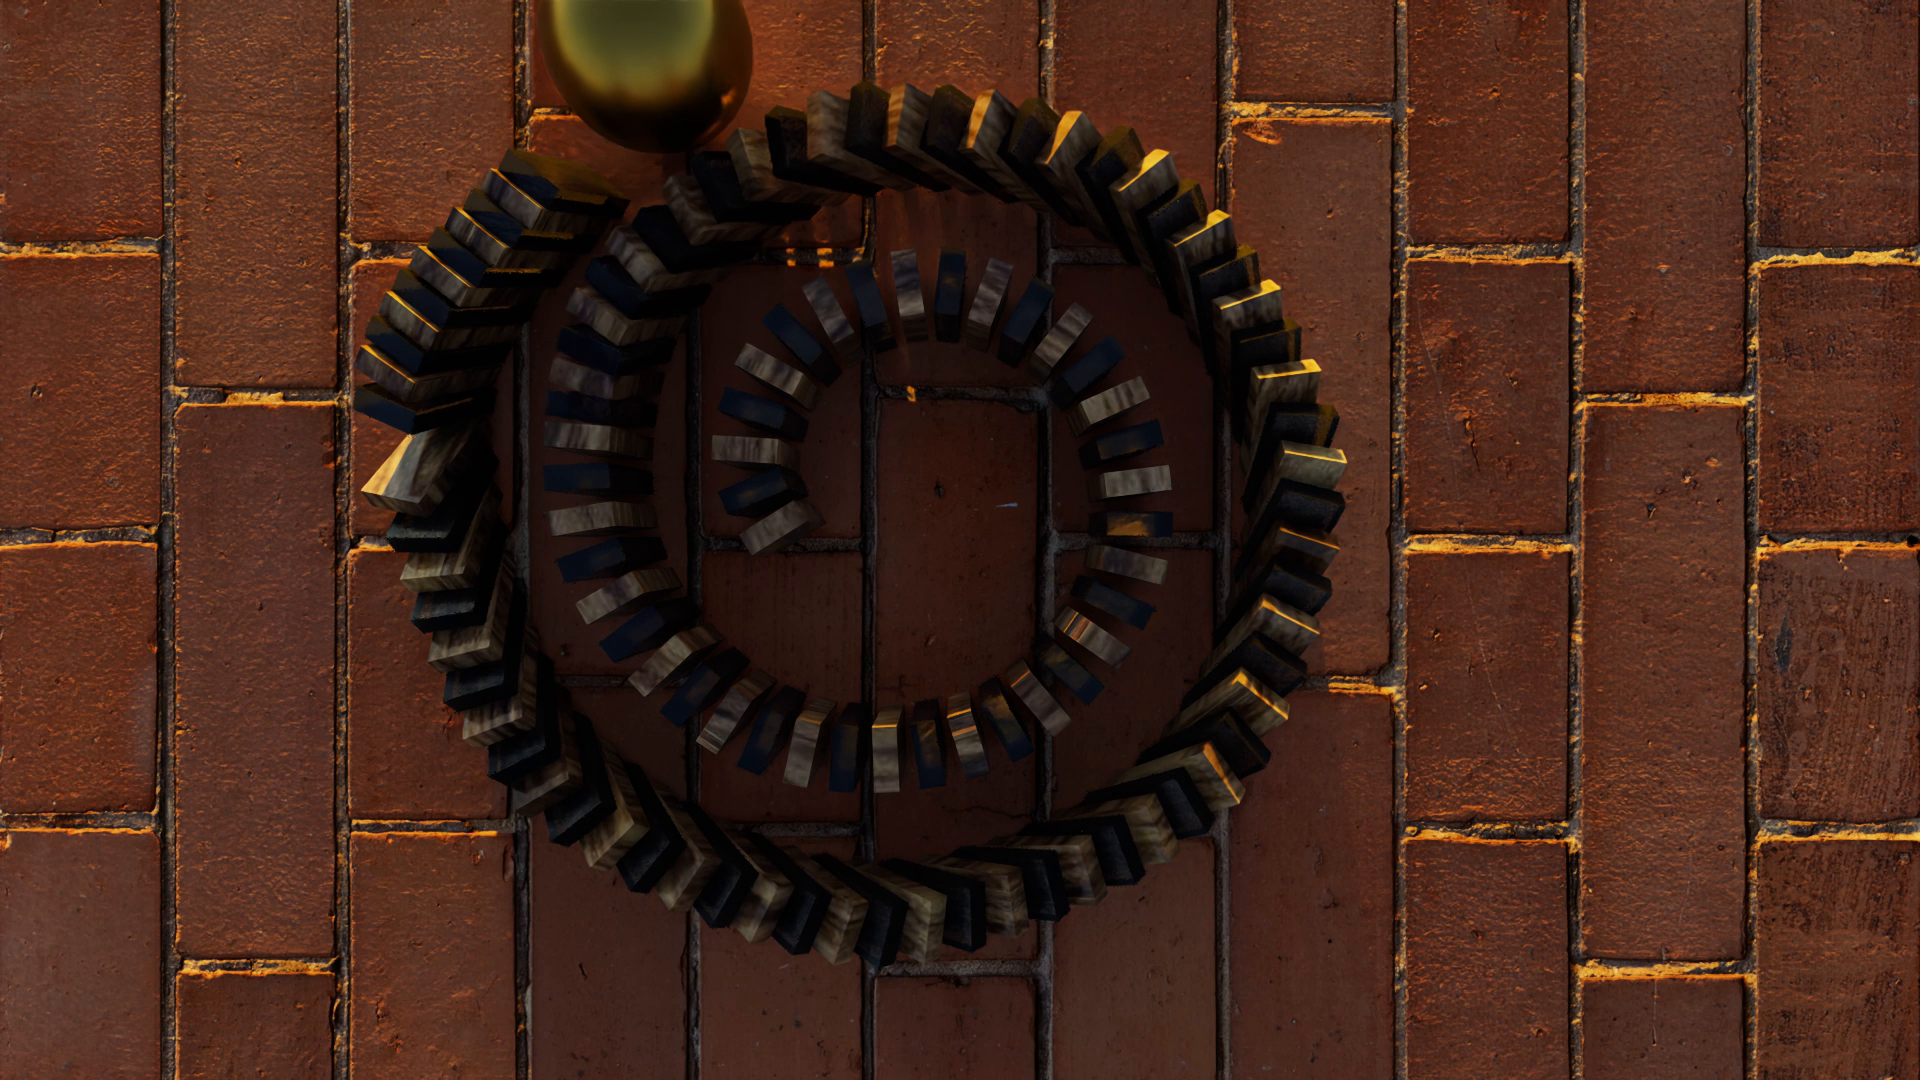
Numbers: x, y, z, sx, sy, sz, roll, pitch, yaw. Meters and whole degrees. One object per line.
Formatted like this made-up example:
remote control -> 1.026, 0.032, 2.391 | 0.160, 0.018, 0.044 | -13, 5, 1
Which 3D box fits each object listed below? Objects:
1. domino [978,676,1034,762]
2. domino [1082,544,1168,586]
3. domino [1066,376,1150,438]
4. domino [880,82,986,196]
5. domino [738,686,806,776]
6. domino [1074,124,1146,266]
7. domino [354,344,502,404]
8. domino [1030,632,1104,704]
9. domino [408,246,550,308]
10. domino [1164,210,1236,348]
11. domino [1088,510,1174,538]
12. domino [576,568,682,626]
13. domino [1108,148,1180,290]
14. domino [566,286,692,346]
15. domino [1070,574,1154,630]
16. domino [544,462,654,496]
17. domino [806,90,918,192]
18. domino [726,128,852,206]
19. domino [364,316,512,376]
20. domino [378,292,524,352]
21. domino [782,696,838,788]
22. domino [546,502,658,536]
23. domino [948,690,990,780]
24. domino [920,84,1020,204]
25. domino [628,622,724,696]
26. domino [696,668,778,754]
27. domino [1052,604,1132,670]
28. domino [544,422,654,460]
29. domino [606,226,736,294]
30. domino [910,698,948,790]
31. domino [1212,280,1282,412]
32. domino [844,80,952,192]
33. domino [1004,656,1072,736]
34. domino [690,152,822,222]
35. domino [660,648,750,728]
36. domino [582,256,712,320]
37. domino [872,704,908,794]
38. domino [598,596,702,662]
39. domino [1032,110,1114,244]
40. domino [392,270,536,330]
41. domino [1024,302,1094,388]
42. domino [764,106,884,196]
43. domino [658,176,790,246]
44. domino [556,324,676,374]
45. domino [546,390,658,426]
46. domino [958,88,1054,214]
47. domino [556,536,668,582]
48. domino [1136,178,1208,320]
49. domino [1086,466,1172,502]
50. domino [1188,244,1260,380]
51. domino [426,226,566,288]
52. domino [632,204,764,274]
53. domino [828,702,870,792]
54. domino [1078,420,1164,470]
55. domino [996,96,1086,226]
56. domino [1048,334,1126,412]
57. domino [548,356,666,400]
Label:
domino -> 0.018, 0.072, 0.375 | 0.010, 0.050, 0.025 | -30, 90, 0
domino -> 0.067, 0.010, 0.375 | 0.025, 0.050, 0.010 | 14, 90, 0
domino -> 0.059, -0.054, 0.375 | 0.025, 0.050, 0.009 | -24, 90, 0
domino -> -0.008, -0.165, 0.380 | 0.050, 0.009, 0.025 | 10, 90, -42
domino -> -0.076, 0.077, 0.375 | 0.010, 0.050, 0.025 | 23, 90, 0
domino -> 0.070, -0.142, 0.380 | 0.025, 0.010, 0.050 | -45, 130, 0
domino -> -0.216, -0.071, 0.375 | 0.025, 0.050, 0.009 | 35, 112, 0
domino -> 0.043, 0.051, 0.375 | 0.025, 0.050, 0.009 | 42, 90, 0
domino -> -0.195, -0.108, 0.375 | 0.025, 0.050, 0.010 | 38, 110, 0
domino -> 0.104, -0.107, 0.380 | 0.025, 0.009, 0.050 | -29, 129, 0
domino -> 0.069, -0.006, 0.375 | 0.025, 0.050, 0.010 | 2, 90, 0
domino -> -0.134, 0.022, 0.375 | 0.025, 0.050, 0.009 | -30, 90, 0
domino -> 0.083, -0.132, 0.380 | 0.025, 0.010, 0.050 | -38, 130, -1
domino -> -0.134, -0.094, 0.375 | 0.025, 0.050, 0.009 | 36, 113, 0
domino -> 0.061, 0.025, 0.375 | 0.025, 0.050, 0.009 | 26, 90, 0
domino -> -0.146, -0.024, 0.375 | 0.025, 0.050, 0.010 | -2, 90, 0
domino -> -0.040, -0.164, 0.379 | 0.050, 0.010, 0.025 | -1, 90, -44
domino -> -0.070, -0.153, 0.379 | 0.009, 0.050, 0.025 | -18, 90, 44
domino -> -0.212, -0.082, 0.375 | 0.025, 0.050, 0.009 | 38, 111, 0
domino -> -0.207, -0.091, 0.375 | 0.025, 0.050, 0.010 | 38, 111, 0
domino -> -0.061, 0.082, 0.375 | 0.009, 0.050, 0.025 | 12, 90, 0
domino -> -0.145, -0.008, 0.375 | 0.025, 0.050, 0.009 | -9, 90, 0
domino -> 0.003, 0.079, 0.375 | 0.009, 0.050, 0.025 | -18, 90, 0
domino -> 0.008, -0.163, 0.380 | 0.050, 0.009, 0.025 | 15, 90, -41
domino -> -0.115, 0.048, 0.375 | 0.025, 0.050, 0.009 | -43, 90, 0
domino -> -0.090, 0.069, 0.375 | 0.009, 0.050, 0.025 | 33, 90, 0
domino -> 0.053, 0.039, 0.375 | 0.025, 0.050, 0.009 | 34, 90, 0
domino -> -0.146, -0.040, 0.375 | 0.025, 0.050, 0.009 | 4, 91, 0
domino -> -0.118, -0.117, 0.376 | 0.010, 0.050, 0.025 | -40, 90, 32
domino -> -0.012, 0.082, 0.375 | 0.009, 0.050, 0.025 | -9, 90, 0
domino -> 0.120, -0.080, 0.381 | 0.025, 0.010, 0.050 | -19, 129, 0
domino -> -0.024, -0.166, 0.380 | 0.050, 0.009, 0.025 | 7, 90, -43
domino -> 0.031, 0.063, 0.375 | 0.009, 0.050, 0.025 | -40, 90, 0
domino -> -0.083, -0.146, 0.378 | 0.009, 0.050, 0.025 | -25, 90, 42
domino -> -0.103, 0.059, 0.375 | 0.010, 0.050, 0.025 | 41, 90, 0
domino -> -0.127, -0.105, 0.376 | 0.025, 0.050, 0.010 | 42, 118, 0
domino -> -0.028, 0.084, 0.375 | 0.009, 0.050, 0.025 | -3, 90, 0
domino -> -0.125, 0.036, 0.375 | 0.025, 0.050, 0.009 | -37, 90, 0
domino -> 0.054, -0.149, 0.380 | 0.050, 0.009, 0.025 | 34, 90, -41
domino -> -0.201, -0.099, 0.375 | 0.025, 0.050, 0.009 | 38, 111, 0
domino -> 0.040, -0.079, 0.375 | 0.009, 0.050, 0.025 | 39, 90, 0
domino -> -0.055, -0.160, 0.379 | 0.010, 0.050, 0.025 | -9, 90, 45
domino -> -0.096, -0.137, 0.378 | 0.009, 0.050, 0.025 | -31, 90, 39
domino -> -0.139, -0.080, 0.375 | 0.025, 0.050, 0.009 | 23, 109, 0
domino -> -0.145, -0.053, 0.375 | 0.025, 0.050, 0.010 | 10, 97, 0
domino -> 0.024, -0.160, 0.380 | 0.050, 0.009, 0.025 | 21, 90, -40
domino -> -0.141, 0.008, 0.375 | 0.025, 0.050, 0.010 | -20, 90, 0
domino -> 0.093, -0.120, 0.380 | 0.025, 0.009, 0.050 | -35, 130, -1
domino -> 0.068, -0.022, 0.375 | 0.025, 0.050, 0.009 | -7, 90, 0
domino -> 0.112, -0.094, 0.381 | 0.025, 0.010, 0.050 | -24, 129, 0
domino -> -0.188, -0.115, 0.375 | 0.025, 0.050, 0.010 | 38, 110, 0
domino -> -0.107, -0.126, 0.377 | 0.025, 0.050, 0.009 | 50, 126, 0
domino -> -0.045, 0.084, 0.375 | 0.009, 0.050, 0.025 | 4, 90, 0
domino -> 0.065, -0.038, 0.375 | 0.025, 0.050, 0.010 | -15, 90, 0
domino -> 0.040, -0.156, 0.380 | 0.050, 0.009, 0.025 | 28, 90, -40
domino -> 0.051, -0.067, 0.375 | 0.025, 0.050, 0.009 | -39, 90, 0
domino -> -0.143, -0.067, 0.375 | 0.025, 0.050, 0.010 | 17, 103, 0
